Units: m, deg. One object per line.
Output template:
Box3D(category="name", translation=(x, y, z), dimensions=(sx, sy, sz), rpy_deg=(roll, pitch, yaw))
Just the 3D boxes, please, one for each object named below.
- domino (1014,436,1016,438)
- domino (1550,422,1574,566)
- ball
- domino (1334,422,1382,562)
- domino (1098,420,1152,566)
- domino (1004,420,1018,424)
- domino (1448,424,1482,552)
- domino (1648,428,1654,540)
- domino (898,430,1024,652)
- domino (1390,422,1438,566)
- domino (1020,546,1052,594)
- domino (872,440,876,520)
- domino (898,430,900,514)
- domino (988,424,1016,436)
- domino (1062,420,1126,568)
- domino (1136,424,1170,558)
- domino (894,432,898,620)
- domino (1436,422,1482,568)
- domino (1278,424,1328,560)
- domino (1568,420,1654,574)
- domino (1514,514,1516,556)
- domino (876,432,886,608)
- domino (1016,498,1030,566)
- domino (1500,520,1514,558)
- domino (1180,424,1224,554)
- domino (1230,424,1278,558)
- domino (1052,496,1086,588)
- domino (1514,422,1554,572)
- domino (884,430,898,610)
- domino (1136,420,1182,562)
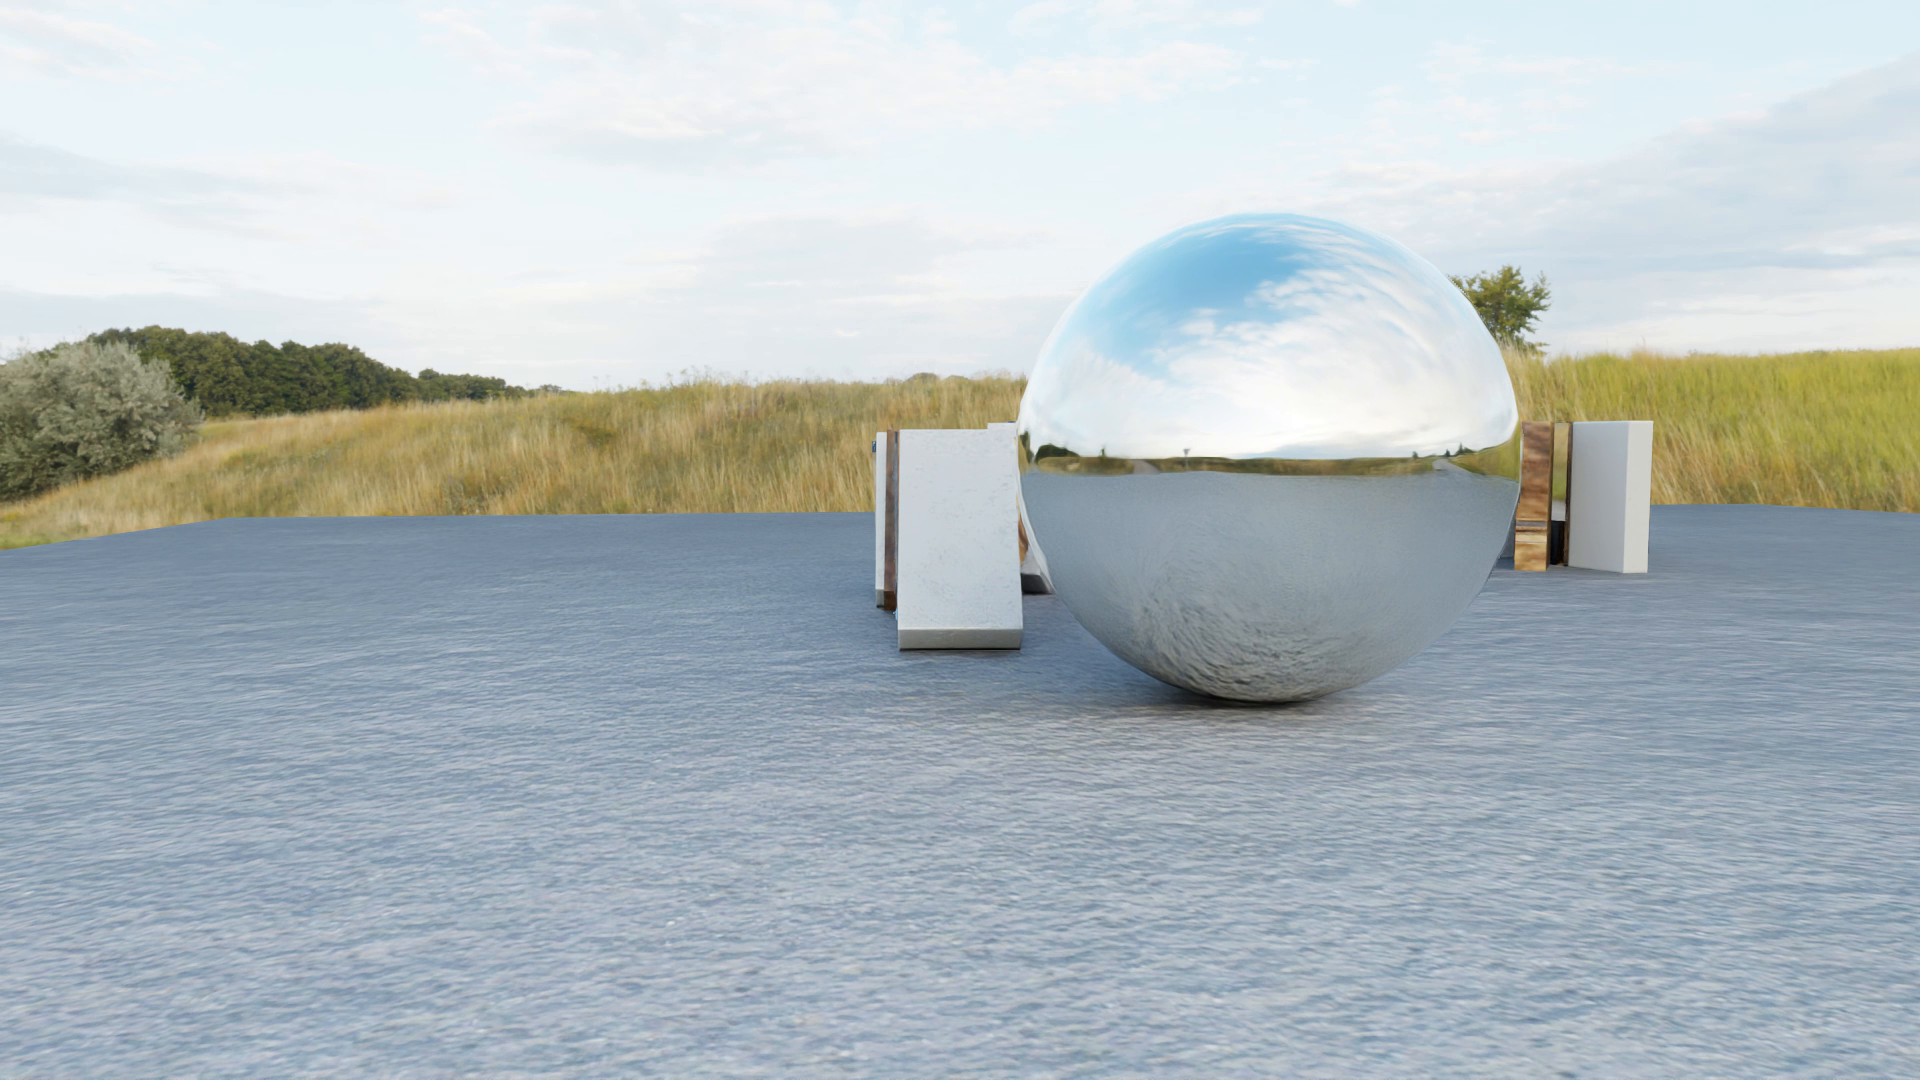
Box3D(category="domino", translation=(0.022, -0.011, 0.410), dimensions=(0.025, 0.050, 0.009), rpy_deg=(0, -34, 4))
Box3D(category="domino", translation=(0.221, -0.016, 0.453), dimensions=(0.025, 0.050, 0.010), rpy_deg=(-1, 4, -16))
Box3D(category="ball", translation=(0.049, -0.013, 0.211), dimensions=(0.080, 0.080, 0.080), rpy_deg=(0, 4, 0))
Box3D(category="domino", translation=(0.146, -0.018, 0.472), dimensions=(0.009, 0.050, 0.025), rpy_deg=(3, 5, 33))
Box3D(category="domino", translation=(0.053, -0.017, 0.453), dimensions=(0.010, 0.050, 0.025), rpy_deg=(7, 1, -29))
Box3D(category="domino", translation=(0.026, -0.017, 0.444), dimensions=(0.025, 0.050, 0.009), rpy_deg=(-1, -16, 24))
Box3D(category="domino", translation=(0.206, -0.020, 0.504), dimensions=(0.025, 0.050, 0.009), rpy_deg=(1, 4, 14))
Box3D(category="domino", translation=(0.263, -0.020, 0.505), dimensions=(0.009, 0.050, 0.025), rpy_deg=(1, 4, 12))
Box3D(category="domino", translation=(0.000, -0.001, 0.273), dimensions=(0.025, 0.050, 0.009), rpy_deg=(0, -33, -2))
Box3D(category="domino", translation=(0.163, -0.017, 0.461), dimensions=(0.009, 0.050, 0.025), rpy_deg=(3, 5, 32))
Box3D(category="domino", translation=(0.021, -0.008, 0.379), dimensions=(0.025, 0.050, 0.010), rpy_deg=(3, -37, 28))
Box3D(category="domino", translation=(-0.011, -0.006, 0.359), dimensions=(0.025, 0.050, 0.009), rpy_deg=(-2, -38, -4))
Box3D(category="domino", translation=(-0.002, -0.003, 0.297), dimensions=(0.025, 0.050, 0.010), rpy_deg=(0, -33, -3))
Box3D(category="domino", translation=(0.021, -0.014, 0.428), dimensions=(0.025, 0.050, 0.010), rpy_deg=(0, -20, 4))
Box3D(category="domino", translation=(0.042, -0.017, 0.449), dimensions=(0.010, 0.050, 0.025), rpy_deg=(13, -2, -28))
Box3D(category="domino", translation=(0.066, -0.019, 0.482), dimensions=(0.025, 0.050, 0.009), rpy_deg=(0, 4, -1))
Box3D(category="domino", translation=(-0.004, -0.004, 0.321), dimensions=(0.025, 0.050, 0.009), rpy_deg=(0, -33, -3))
Box3D(category="domino", translation=(0.176, -0.016, 0.453), dimensions=(0.009, 0.050, 0.025), rpy_deg=(3, 5, 32))
Box3D(category="domino", translation=(0.129, -0.019, 0.483), dimensions=(0.009, 0.050, 0.025), rpy_deg=(3, 5, 32))
Box3D(category="domino", translation=(0.219, -0.015, 0.433), dimensions=(0.009, 0.050, 0.025), rpy_deg=(-1, 4, -16))
Box3D(category="domino", translation=(0.216, -0.018, 0.468), dimensions=(0.025, 0.050, 0.010), rpy_deg=(-2, 5, -20))
Box3D(category="domino", translation=(-0.010, -0.006, 0.344), dimensions=(0.025, 0.050, 0.009), rpy_deg=(0, -33, -3))
Box3D(category="domino", translation=(0.009, -0.007, 0.371), dimensions=(0.025, 0.050, 0.010), rpy_deg=(3, -37, 30))
Box3D(category="domino", translation=(0.210, -0.019, 0.485), dimensions=(0.025, 0.050, 0.009), rpy_deg=(-1, 4, -18))
Box3D(category="domino", translation=(0.095, -0.020, 0.503), dimensions=(0.009, 0.050, 0.025), rpy_deg=(2, 5, 27))
Box3D(category="domino", translation=(0.113, -0.019, 0.493), dimensions=(0.009, 0.050, 0.025), rpy_deg=(3, 5, 31))
Box3D(category="domino", translation=(0.025, -0.009, 0.394), dimensions=(0.025, 0.050, 0.009), rpy_deg=(1, -37, 15))
Box3D(category="domino", translation=(0.197, -0.015, 0.440), dimensions=(0.010, 0.050, 0.025), rpy_deg=(2, 5, 28))
Box3D(category="domino", translation=(-0.007, -0.006, 0.333), dimensions=(0.025, 0.050, 0.009), rpy_deg=(0, -33, -2))
Box3D(category="domino", translation=(0.066, -0.018, 0.465), dimensions=(0.025, 0.050, 0.010), rpy_deg=(2, -2, 26))
